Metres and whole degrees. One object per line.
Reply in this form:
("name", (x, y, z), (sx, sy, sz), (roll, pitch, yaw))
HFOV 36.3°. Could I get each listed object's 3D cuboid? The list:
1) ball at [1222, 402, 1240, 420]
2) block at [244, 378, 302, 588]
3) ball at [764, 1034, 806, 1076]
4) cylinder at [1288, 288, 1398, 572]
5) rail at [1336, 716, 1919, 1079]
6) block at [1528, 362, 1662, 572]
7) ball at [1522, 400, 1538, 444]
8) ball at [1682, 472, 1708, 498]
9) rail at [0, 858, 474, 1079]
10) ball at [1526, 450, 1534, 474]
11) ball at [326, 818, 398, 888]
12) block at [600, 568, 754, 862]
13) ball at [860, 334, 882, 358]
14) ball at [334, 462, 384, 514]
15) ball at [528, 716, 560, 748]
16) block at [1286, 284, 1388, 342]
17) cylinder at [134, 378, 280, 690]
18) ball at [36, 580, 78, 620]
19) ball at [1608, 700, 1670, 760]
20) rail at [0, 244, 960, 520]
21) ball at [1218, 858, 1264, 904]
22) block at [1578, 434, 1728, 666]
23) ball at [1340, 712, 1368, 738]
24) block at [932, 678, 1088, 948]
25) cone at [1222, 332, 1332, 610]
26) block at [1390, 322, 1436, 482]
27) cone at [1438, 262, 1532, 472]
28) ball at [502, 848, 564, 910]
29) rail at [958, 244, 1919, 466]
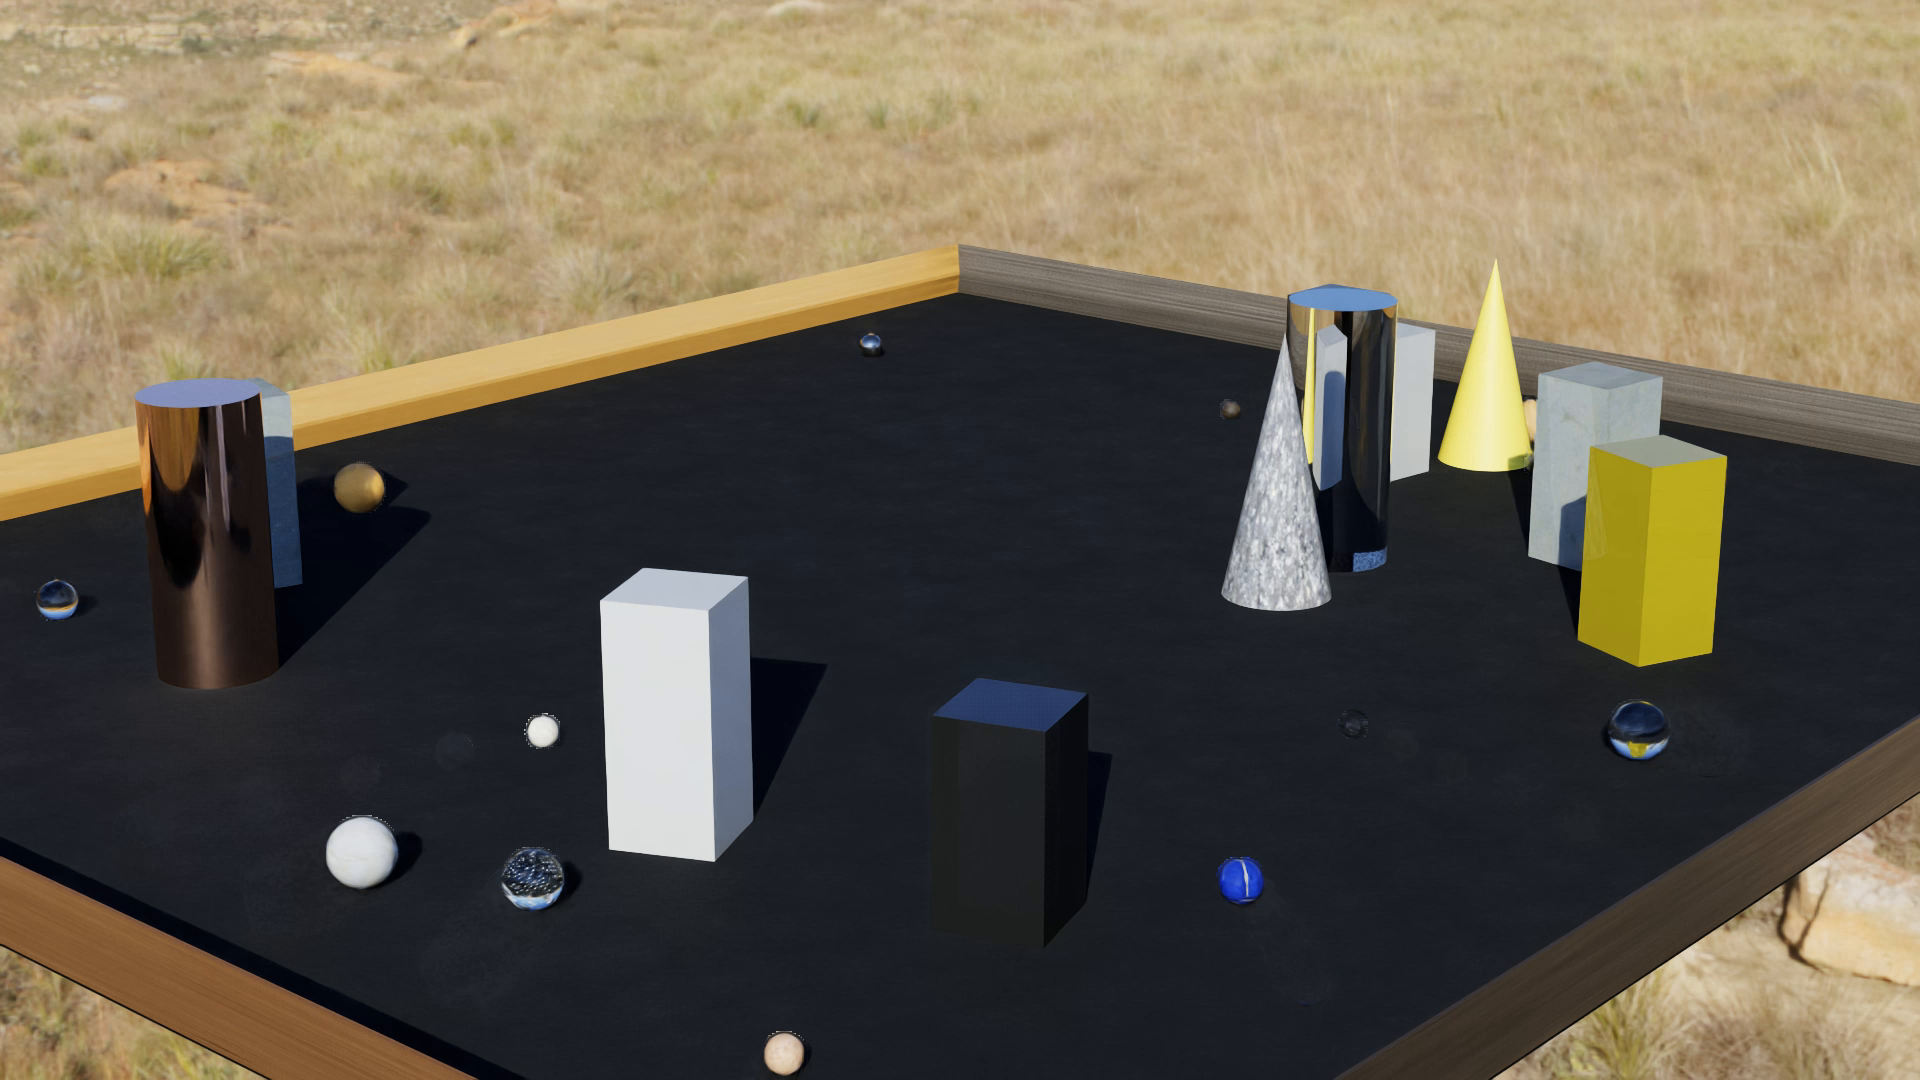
("ball", (0.582, -0.278, 6.293), (0.041, 0.041, 0.041), (0, 17, 0))
("block", (-1.269, -0.094, 5.161), (0.154, 0.344, 0.154), (-11, 20, -31))
("ball", (-0.203, 0.595, 3.391), (0.048, 0.048, 0.048), (0, 17, 0))
("cylinder", (0.681, -0.198, 5.274), (0.193, 0.478, 0.193), (0, 17, 0))
("rail", (1.240, 0.342, 4.090), (0.045, 0.125, 3.819), (14, 22, 39))
("block", (1.145, -0.131, 5.287), (0.154, 0.341, 0.154), (-13, 21, -37))
("ball", (1.187, -0.246, 6.105), (0.090, 0.090, 0.090), (0, 17, 0))
("ball", (1.433, -0.109, 5.718), (0.051, 0.051, 0.051), (0, 17, 0))
("rail", (-1.236, 0.443, 3.757), (3.332, 0.125, 0.045), (14, 22, 39))
("ball", (1.158, -0.155, 5.866), (0.053, 0.053, 0.053), (0, 17, 0))
("ball", (-0.796, 0.416, 3.901), (0.095, 0.095, 0.095), (0, 17, 0))
("block", (-0.387, 0.238, 4.033), (0.154, 0.360, 0.154), (5, 17, 15))
("ball", (-0.208, -0.453, 6.849), (0.056, 0.056, 0.056), (0, 17, 0))
("ball", (-1.150, -0.099, 5.607), (0.096, 0.096, 0.096), (0, 17, 0))
("ball", (-0.626, 0.288, 4.406), (0.048, 0.048, 0.048), (0, 17, 0))
("block", (0.798, -0.381, 6.212), (0.154, 0.286, 0.154), (15, 22, 40))
("cylinder", (-1.200, -0.011, 4.684), (0.193, 0.461, 0.193), (0, 17, 0))
("ball", (-1.535, 0.103, 4.986), (0.069, 0.069, 0.069), (0, 17, 0))
("ball", (1.008, 0.283, 4.353), (0.089, 0.089, 0.089), (0, 17, 0))
("rail", (-1.240, -0.280, 6.151), (0.045, 0.125, 3.819), (14, 22, 39))
("ball", (0.369, 0.449, 3.853), (0.060, 0.060, 0.060), (0, 17, 0))
("block", (1.134, 0.016, 4.812), (0.154, 0.335, 0.154), (-9, 19, -26))
("ball", (0.597, 0.281, 4.445), (0.040, 0.040, 0.040), (0, 17, 0))
("block", (0.065, 0.349, 3.780), (0.154, 0.293, 0.154), (7, 18, 22))
("cone", (0.554, -0.131, 5.067), (0.193, 0.469, 0.193), (0, 17, 0))
("block", (0.835, -0.279, 5.869), (0.154, 0.290, 0.154), (-14, 22, -39))
("cone", (1.074, -0.366, 5.936), (0.193, 0.417, 0.193), (0, 17, 0))
("ball", (-0.558, 0.444, 3.833), (0.081, 0.081, 0.081), (0, 17, 0))
("rail", (1.236, -0.380, 6.484), (3.332, 0.125, 0.045), (14, 22, 39))
